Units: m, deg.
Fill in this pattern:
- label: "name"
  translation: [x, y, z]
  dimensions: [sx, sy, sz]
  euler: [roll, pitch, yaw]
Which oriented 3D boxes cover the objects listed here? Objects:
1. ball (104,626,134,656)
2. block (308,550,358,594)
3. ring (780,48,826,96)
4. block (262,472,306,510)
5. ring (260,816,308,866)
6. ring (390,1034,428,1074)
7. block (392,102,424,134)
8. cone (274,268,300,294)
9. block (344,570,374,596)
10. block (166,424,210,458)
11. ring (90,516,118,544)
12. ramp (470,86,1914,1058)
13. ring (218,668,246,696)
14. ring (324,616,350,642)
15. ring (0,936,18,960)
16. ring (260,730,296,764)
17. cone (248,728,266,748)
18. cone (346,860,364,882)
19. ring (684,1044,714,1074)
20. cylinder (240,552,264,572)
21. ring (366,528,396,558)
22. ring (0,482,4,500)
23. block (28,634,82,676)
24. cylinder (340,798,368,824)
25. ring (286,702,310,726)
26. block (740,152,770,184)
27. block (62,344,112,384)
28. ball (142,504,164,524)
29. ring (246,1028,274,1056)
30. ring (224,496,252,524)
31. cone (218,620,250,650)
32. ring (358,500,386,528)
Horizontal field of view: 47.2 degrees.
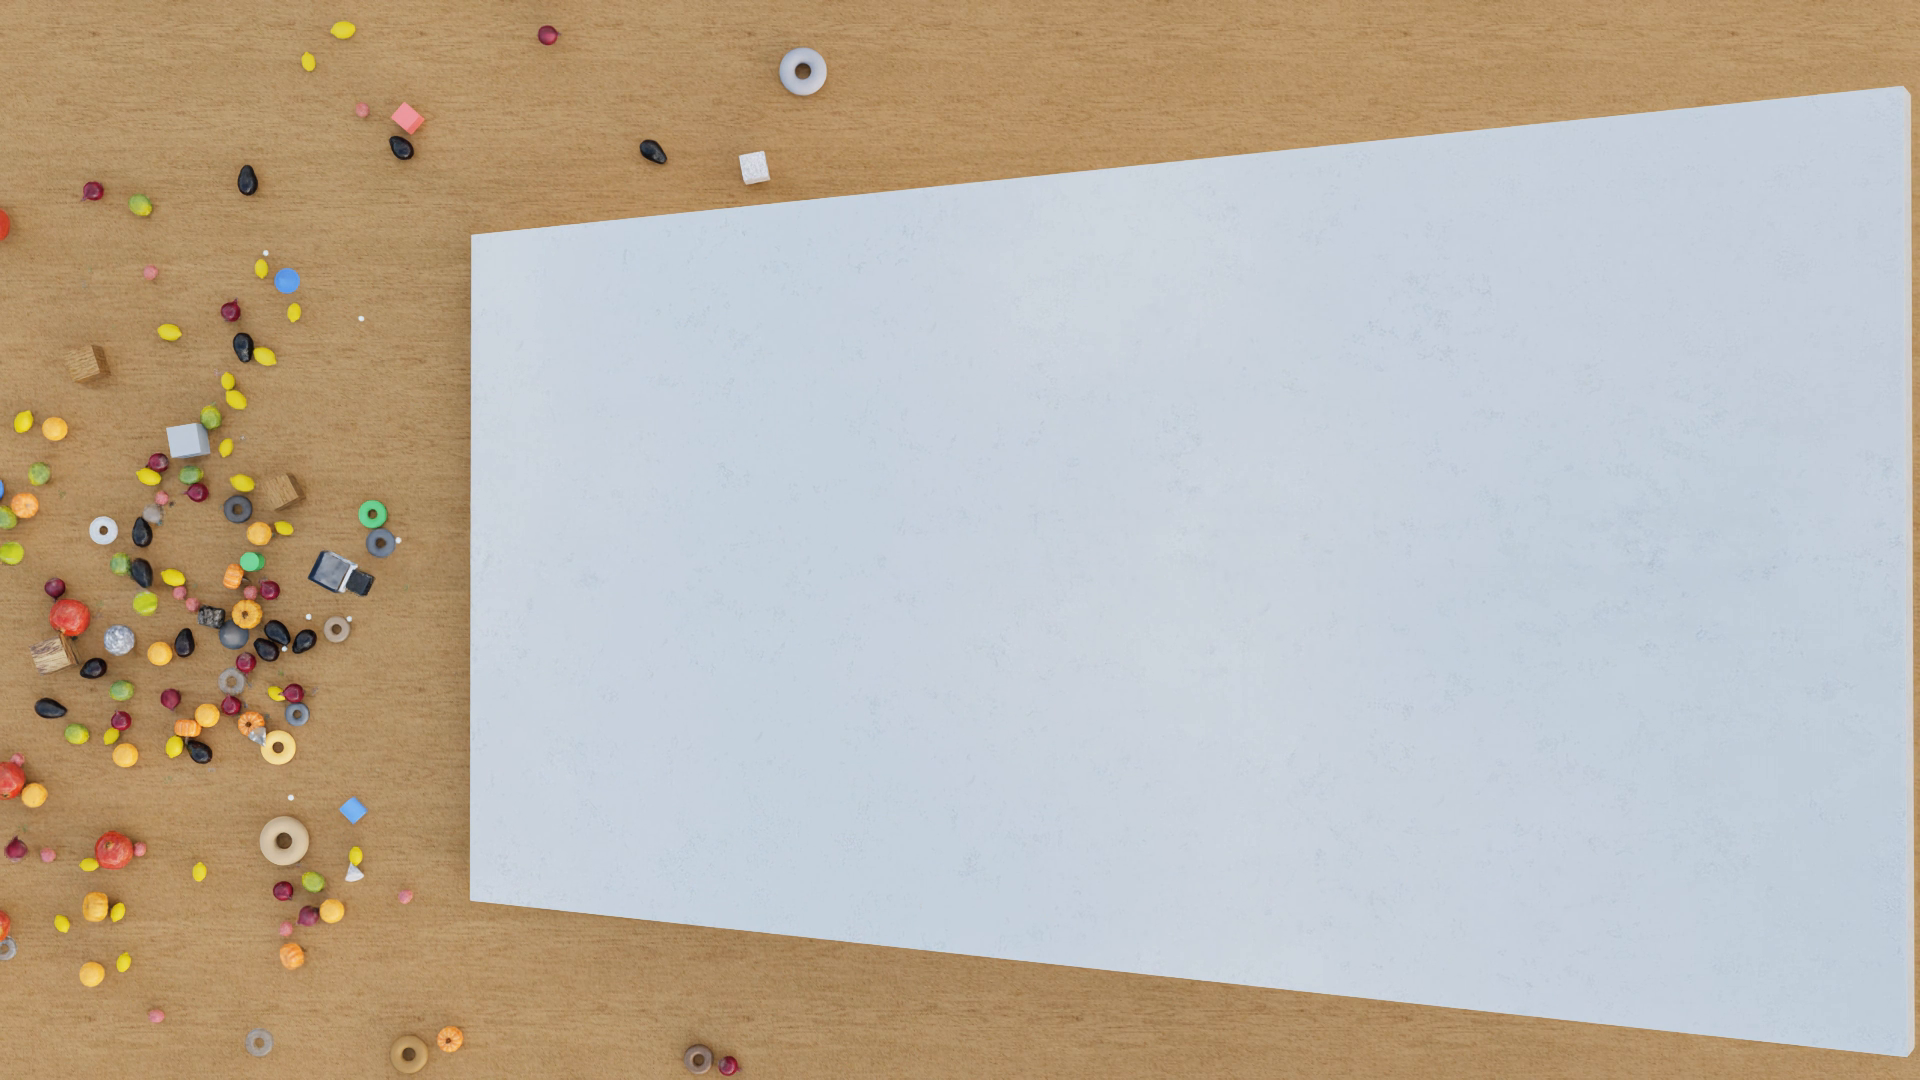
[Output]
- label: "ball"
  translation: [-2.541, 0.304, 6.646]
  dimensions: [0.090, 0.090, 0.090]
  euler: [0, 89, 0]
- label: "block"
  translation: [-1.895, 0.096, 6.645]
  dimensions: [0.095, 0.095, 0.095]
  euler: [27, 90, 0]
- label: "ring"
  translation: [-0.477, -1.424, 6.683]
  dimensions: [0.146, 0.049, 0.146]
  euler: [0, 90, 1]
- label: "block"
  translation: [-2.046, -0.146, 6.653]
  dimensions: [0.084, 0.084, 0.084]
  euler: [-28, 90, 0]
- label: "ring"
  translation: [-2.046, 0.911, 6.661]
  dimensions: [0.149, 0.050, 0.149]
  euler: [0, 88, 1]
- label: "ring"
  translation: [-1.669, 1.557, 6.660]
  dimensions: [0.117, 0.039, 0.117]
  euler: [0, 88, 0]
- label: "block"
  translation: [-1.676, -1.280, 6.674]
  dimensions: [0.062, 0.062, 0.062]
  euler: [41, 90, 0]
- label: "cone"
  translation: [-2.051, -0.790, 6.662]
  dimensions: [0.077, 0.077, 0.077]
  euler: [0, 89, 0]
- label: "block"
  translation: [-1.819, 0.129, 6.662]
  dimensions: [0.060, 0.060, 0.060]
  euler: [26, 90, 0]
- label: "block"
  translation: [-2.333, -0.300, 6.651]
  dimensions: [0.090, 0.090, 0.090]
  euler: [-10, 89, 0]
- label: "ring"
  translation: [-2.601, -0.029, 6.680]
  dimensions: [0.086, 0.029, 0.086]
  euler: [0, 89, 1]
- label: "ramp"
  translation: [0.264, 0.073, 5.611]
  dimensions: [4.000, 0.100, 2.000]
  euler: [0, 89, 31]
- label: "ring"
  translation: [-2.210, 0.430, 6.675]
  dimensions: [0.087, 0.029, 0.087]
  euler: [0, 90, 1]
- label: "ring"
  translation: [-1.892, 0.271, 6.677]
  dimensions: [0.083, 0.028, 0.083]
  euler: [0, 88, 1]
- label: "ring"
  translation: [-2.897, 1.239, 6.670]
  dimensions: [0.076, 0.025, 0.076]
  euler: [0, 91, 1]
- label: "ring"
  translation: [-2.068, 0.629, 6.671]
  dimensions: [0.105, 0.035, 0.105]
  euler: [0, 89, -1]
- label: "cone"
  translation: [-2.110, 0.605, 6.640]
  dimensions: [0.057, 0.057, 0.057]
  euler: [-38, 66, 0]
- label: "cone"
  translation: [-1.842, 0.998, 6.672]
  dimensions: [0.055, 0.055, 0.055]
  euler: [-21, 63, 0]
- label: "ring"
  translation: [-0.792, 1.574, 6.664]
  dimensions: [0.092, 0.031, 0.092]
  euler: [0, 89, -1]
- label: "cylinder"
  translation: [-2.144, 0.066, 6.665]
  dimensions: [0.057, 0.057, 0.057]
  euler: [0, 89, 0]
- label: "ring"
  translation: [-1.759, 0.009, 6.679]
  dimensions: [0.091, 0.030, 0.091]
  euler: [0, 88, 0]
- label: "ring"
  translation: [-2.955, -0.152, 6.678]
  dimensions: [0.102, 0.034, 0.102]
  euler: [0, 90, -1]
- label: "block"
  translation: [-2.732, 0.347, 6.643]
  dimensions: [0.095, 0.095, 0.095]
  euler: [-21, 90, 0]
- label: "cylinder"
  translation: [-1.837, 0.820, 6.657]
  dimensions: [0.059, 0.059, 0.059]
  euler: [-44, 90, 0]
- label: "ring"
  translation: [-2.012, 0.529, 6.676]
  dimensions: [0.075, 0.025, 0.075]
  euler: [0, 91, 1]
- label: "block"
  translation: [-0.622, -1.128, 6.666]
  dimensions: [0.076, 0.076, 0.076]
  euler: [-11, 89, 0]
- label: "block"
  translation: [-2.641, -0.531, 6.654]
  dimensions: [0.090, 0.090, 0.090]
  euler: [-19, 89, 0]
- label: "ball"
  translation: [-2.445, -0.080, 6.664]
  dimensions: [0.060, 0.060, 0.060]
  euler: [0, 89, 0]
- label: "ring"
  translation: [-2.123, 1.523, 6.665]
  dimensions: [0.088, 0.029, 0.088]
  euler: [0, 91, 1]
- label: "ring"
  translation: [-2.193, -0.093, 6.680]
  dimensions: [0.087, 0.029, 0.087]
  euler: [0, 89, -1]
- label: "cone"
  translation: [-2.209, 0.287, 6.644]
  dimensions: [0.093, 0.093, 0.093]
  euler: [0, 89, 0]
- label: "ring"
  translation: [-1.784, -0.078, 6.680]
  dimensions: [0.087, 0.029, 0.087]
  euler: [0, 91, -1]
